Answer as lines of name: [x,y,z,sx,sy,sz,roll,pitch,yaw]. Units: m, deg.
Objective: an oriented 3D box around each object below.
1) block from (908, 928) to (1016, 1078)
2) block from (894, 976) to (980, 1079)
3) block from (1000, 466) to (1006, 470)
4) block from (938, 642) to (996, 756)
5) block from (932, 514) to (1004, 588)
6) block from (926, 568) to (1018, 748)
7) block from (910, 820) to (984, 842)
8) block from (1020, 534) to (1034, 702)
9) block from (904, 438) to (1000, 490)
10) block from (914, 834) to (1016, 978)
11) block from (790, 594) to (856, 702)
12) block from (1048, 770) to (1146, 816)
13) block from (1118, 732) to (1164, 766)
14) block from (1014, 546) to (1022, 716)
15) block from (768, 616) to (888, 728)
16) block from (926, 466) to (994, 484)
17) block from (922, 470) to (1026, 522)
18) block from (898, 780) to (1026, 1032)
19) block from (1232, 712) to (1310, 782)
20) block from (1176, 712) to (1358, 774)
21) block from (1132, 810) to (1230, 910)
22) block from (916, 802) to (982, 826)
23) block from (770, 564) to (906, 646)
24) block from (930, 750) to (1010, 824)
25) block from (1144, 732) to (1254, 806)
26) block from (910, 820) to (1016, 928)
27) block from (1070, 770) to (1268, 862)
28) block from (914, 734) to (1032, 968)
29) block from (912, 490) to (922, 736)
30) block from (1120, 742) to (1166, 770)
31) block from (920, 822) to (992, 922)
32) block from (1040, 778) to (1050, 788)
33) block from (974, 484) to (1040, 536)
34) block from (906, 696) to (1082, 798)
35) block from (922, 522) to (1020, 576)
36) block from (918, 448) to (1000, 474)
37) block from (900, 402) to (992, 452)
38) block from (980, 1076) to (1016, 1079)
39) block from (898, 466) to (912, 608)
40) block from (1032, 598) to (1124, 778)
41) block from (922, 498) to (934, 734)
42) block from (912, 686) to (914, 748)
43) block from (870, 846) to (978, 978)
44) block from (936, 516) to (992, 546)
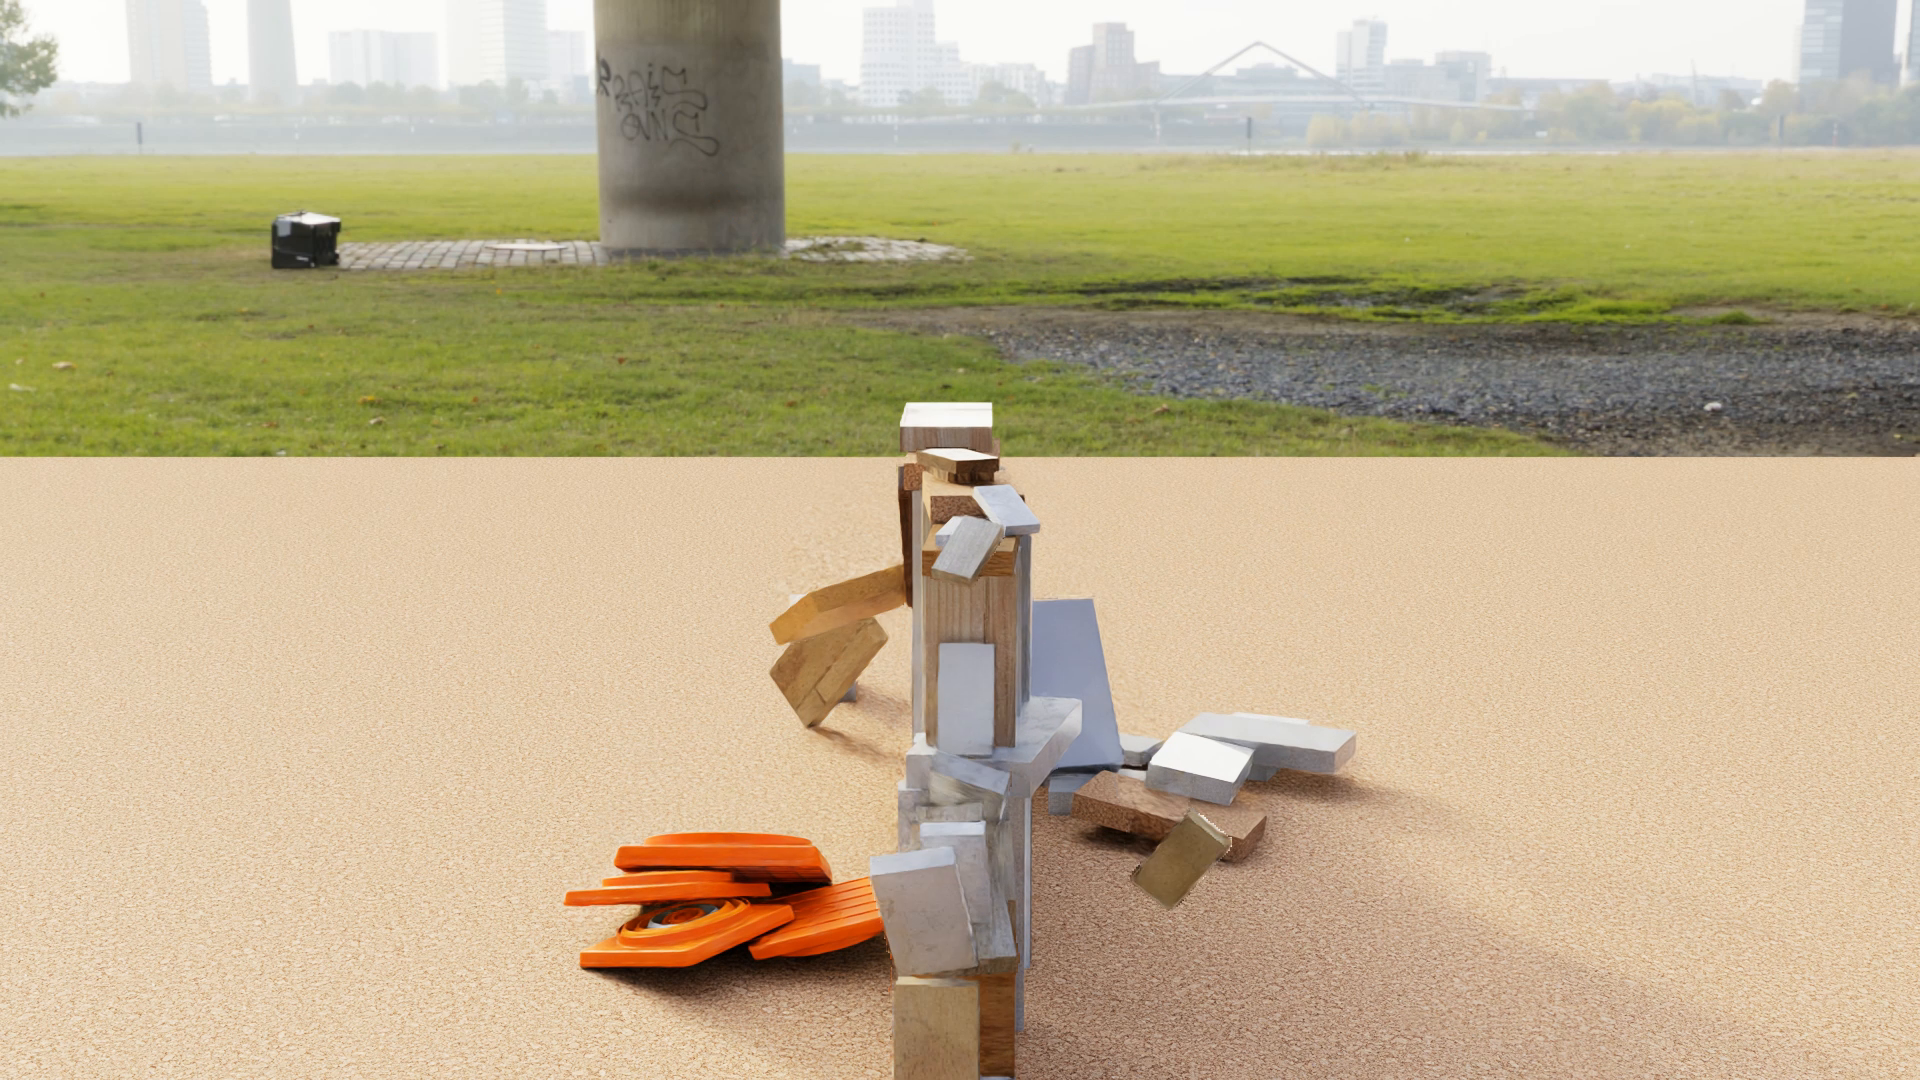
block: [0.002,0.609,2.822,0.135,0.271,0.038,0,11,0]
block: [-0.026,0.603,2.534,0.096,0.192,0.027,1,6,7]
block: [0.001,0.024,3.782,0.151,0.302,0.043,1,15,2]
block: [0.009,0.220,3.037,0.076,0.153,0.022,1,-4,4]
block: [0.011,0.014,2.991,0.057,0.016,0.114,15,45,18]
block: [0.016,0.164,3.075,0.124,0.248,0.035,1,11,4]
block: [-0.018,0.368,2.792,0.076,0.022,0.247,-5,-5,-5]
block: [0.038,0.102,3.326,0.139,0.278,0.039,1,10,6]
block: [-0.010,-0.128,3.653,0.151,0.043,0.302,0,11,2]
block: [0.005,0.451,2.718,0.101,0.029,0.203,-5,38,-6]
block: [-0.316,0.245,5.050,0.049,0.175,0.349,-4,11,-20]
block: [0.328,0.478,4.152,0.316,0.045,0.158,1,11,5]
block: [0.290,0.411,4.392,0.207,0.029,0.103,6,12,31]
block: [0.028,0.134,3.236,0.124,0.248,0.035,1,10,3]
block: [-0.279,0.244,4.633,0.043,0.305,0.153,-14,60,-47]
block: [-0.001,-0.109,3.422,0.072,0.020,0.144,-2,10,-14]
block: [0.018,-0.068,3.361,0.139,0.039,0.278,-1,9,-3]
block: [0.002,0.516,3.100,0.176,0.353,0.050,0,10,0]
block: [0.592,0.418,4.471,0.160,0.045,0.319,5,11,24]
block: [0.603,0.398,4.329,0.320,0.045,0.160,6,12,24]
block: [0.318,0.461,3.170,0.072,0.144,0.020,38,30,4]
block: [-0.014,0.336,2.701,0.076,0.022,0.153,-4,-7,-2]
block: [-0.196,0.113,4.133,0.305,0.043,0.153,-17,-14,-42]
block: [0.011,0.314,2.785,0.096,0.027,0.192,18,-18,5]
block: [0.452,0.426,4.124,0.158,0.045,0.316,12,8,13]
block: [0.002,0.435,2.880,0.135,0.038,0.271,0,14,0]
block: [0.375,0.493,3.944,0.316,0.045,0.158,13,15,21]
block: [0.020,0.472,3.338,0.176,0.353,0.050,1,11,4]
block: [-0.002,0.142,3.608,0.151,0.470,0.043,0,14,-1]
block: [0.352,0.435,4.424,0.214,0.029,0.103,1,11,6]
block: [-0.004,0.393,2.597,0.075,0.149,0.021,-1,38,4]
block: [0.200,0.406,4.341,0.207,0.029,0.103,-34,36,-31]
block: [0.067,-0.043,3.166,0.057,0.016,0.114,-4,32,-23]
block: [0.055,0.293,3.196,0.176,0.050,0.353,3,11,14]
block: [0.018,0.010,3.127,0.124,0.035,0.248,1,10,4]
block: [-0.004,-0.122,3.376,0.072,0.020,0.144,-4,10,-25]
block: [-0.021,-0.195,3.774,0.153,0.043,0.313,0,11,1]
block: [0.005,0.724,2.590,0.101,0.029,0.203,2,42,9]
block: [-0.015,-0.001,3.938,0.175,0.365,0.049,0,54,2]
block: [0.197,0.283,4.244,0.175,0.349,0.049,-2,-28,-13]
block: [0.009,0.164,3.508,0.139,0.465,0.039,-1,11,-4]
block: [-0.001,0.377,3.899,0.168,0.336,0.048,-1,11,-4]
block: [-0.041,0.435,2.561,0.096,0.192,0.027,-8,42,3]
block: [0.007,-0.012,3.106,0.057,0.016,0.148,2,11,10]
